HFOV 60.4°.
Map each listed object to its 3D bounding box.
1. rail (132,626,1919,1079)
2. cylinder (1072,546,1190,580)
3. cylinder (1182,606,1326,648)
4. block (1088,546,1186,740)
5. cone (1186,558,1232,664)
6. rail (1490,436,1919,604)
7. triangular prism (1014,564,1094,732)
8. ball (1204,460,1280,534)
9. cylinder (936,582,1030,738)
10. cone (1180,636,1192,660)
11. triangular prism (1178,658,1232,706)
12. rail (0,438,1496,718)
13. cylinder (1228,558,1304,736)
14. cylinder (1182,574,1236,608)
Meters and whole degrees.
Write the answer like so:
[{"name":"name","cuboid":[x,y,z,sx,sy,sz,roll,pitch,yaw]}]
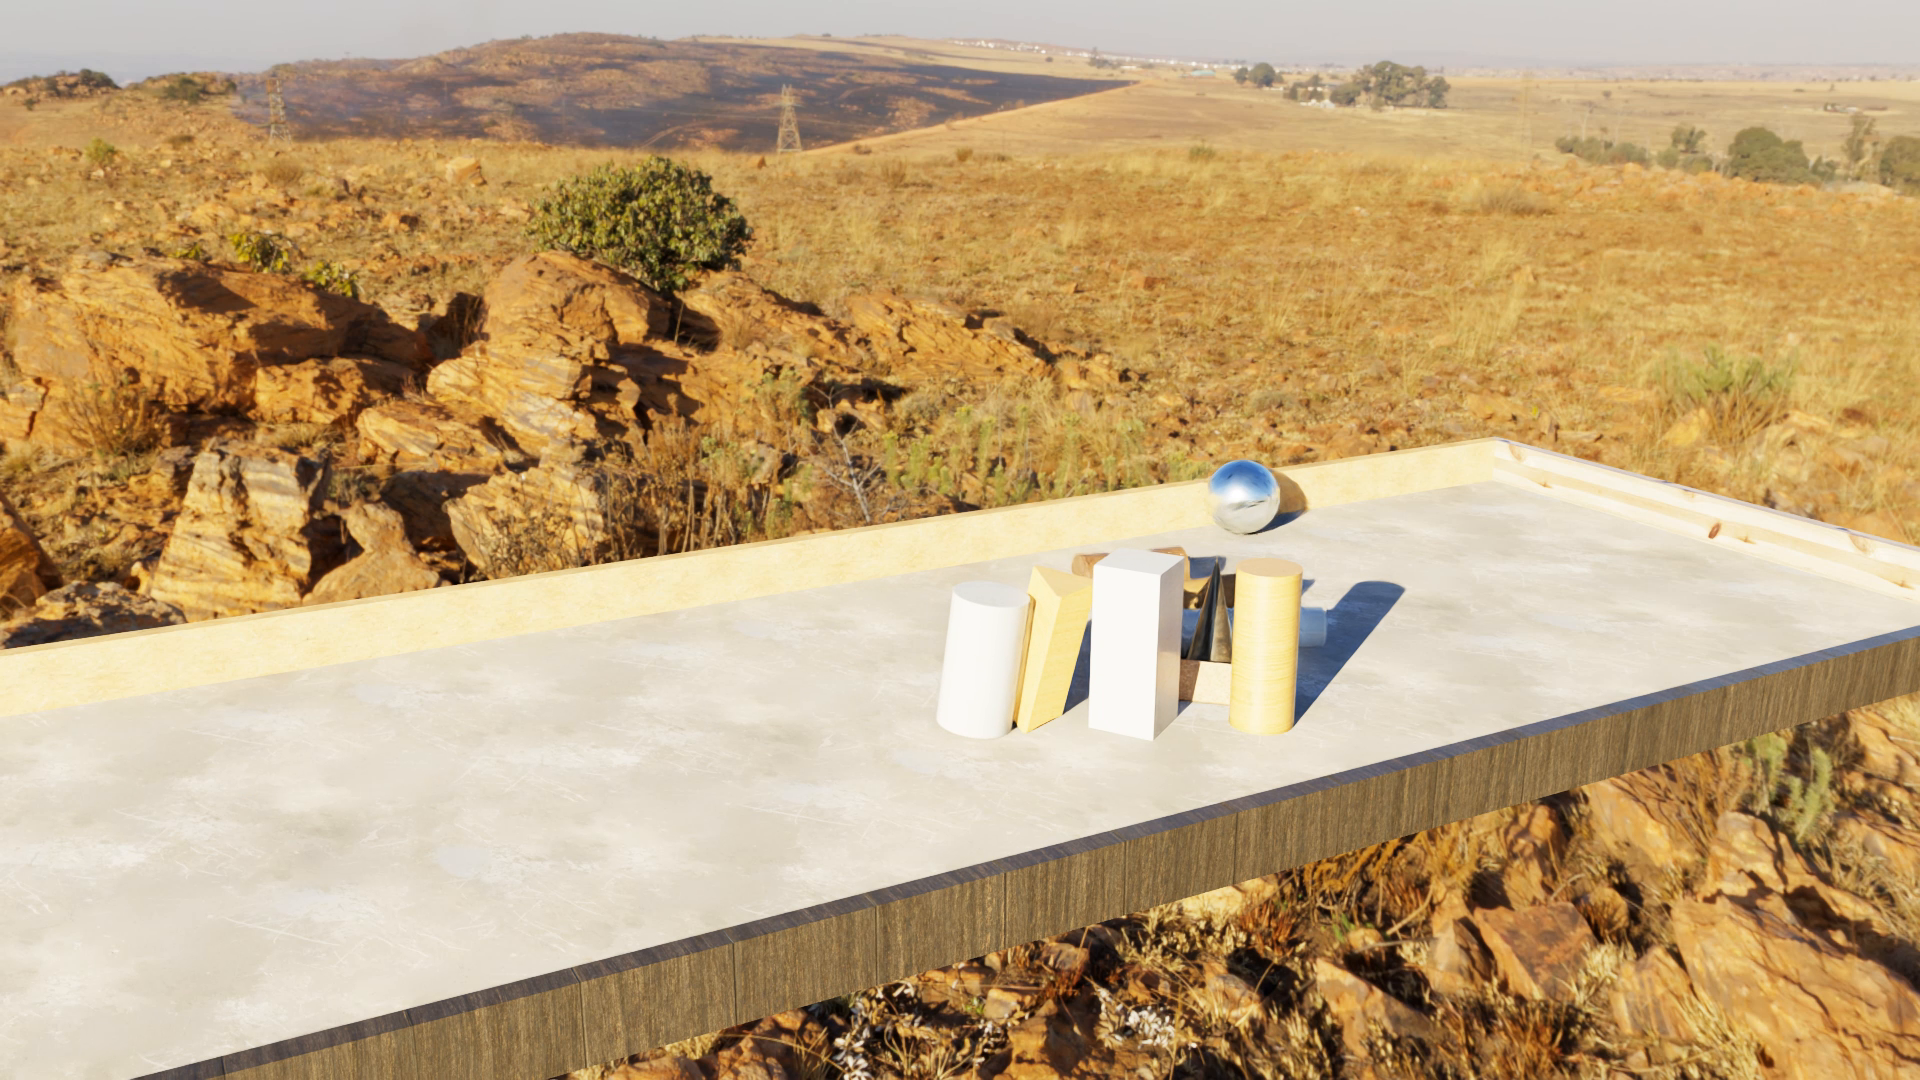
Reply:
[{"name":"rail","cuboid":[-2.336,1.006,1.665,12.000,0.150,0.050,-9,18,-27]},{"name":"cylinder","cuboid":[0.495,0.099,4.778,0.314,0.136,0.136,-4,17,-14]},{"name":"cylinder","cuboid":[0.749,0.233,4.370,0.422,0.107,0.107,-1,16,-3]},{"name":"block","cuboid":[0.410,0.239,3.832,0.160,0.399,0.160,9,19,26]},{"name":"cone","cuboid":[0.635,0.194,4.121,0.147,0.322,0.147,0,17,0]},{"name":"rail","cuboid":[2.466,-0.048,5.253,0.050,0.150,2.100,-9,18,-27]},{"name":"triangular prism","cuboid":[0.184,0.245,3.836,0.128,0.365,0.148,29,30,31]},{"name":"ball","cuboid":[0.925,-0.141,5.402,0.244,0.244,0.244,0,16,0]},{"name":"cylinder","cuboid":[0.053,0.276,3.816,0.179,0.319,0.179,7,17,-2]},{"name":"cone","cuboid":[0.592,0.284,4.285,0.425,0.118,0.118,6,15,-9]},{"name":"triangular prism","cuboid":[0.590,0.337,4.043,0.374,0.088,0.101,5,17,16]},{"name":"rail","cuboid":[-3.305,0.497,3.399,12.000,0.150,0.050,-9,18,-27]},{"name":"cylinder","cuboid":[0.709,0.247,3.833,0.152,0.384,0.152,0,16,0]},{"name":"cylinder","cuboid":[0.616,0.178,4.513,0.334,0.134,0.134,-7,18,-23]}]
